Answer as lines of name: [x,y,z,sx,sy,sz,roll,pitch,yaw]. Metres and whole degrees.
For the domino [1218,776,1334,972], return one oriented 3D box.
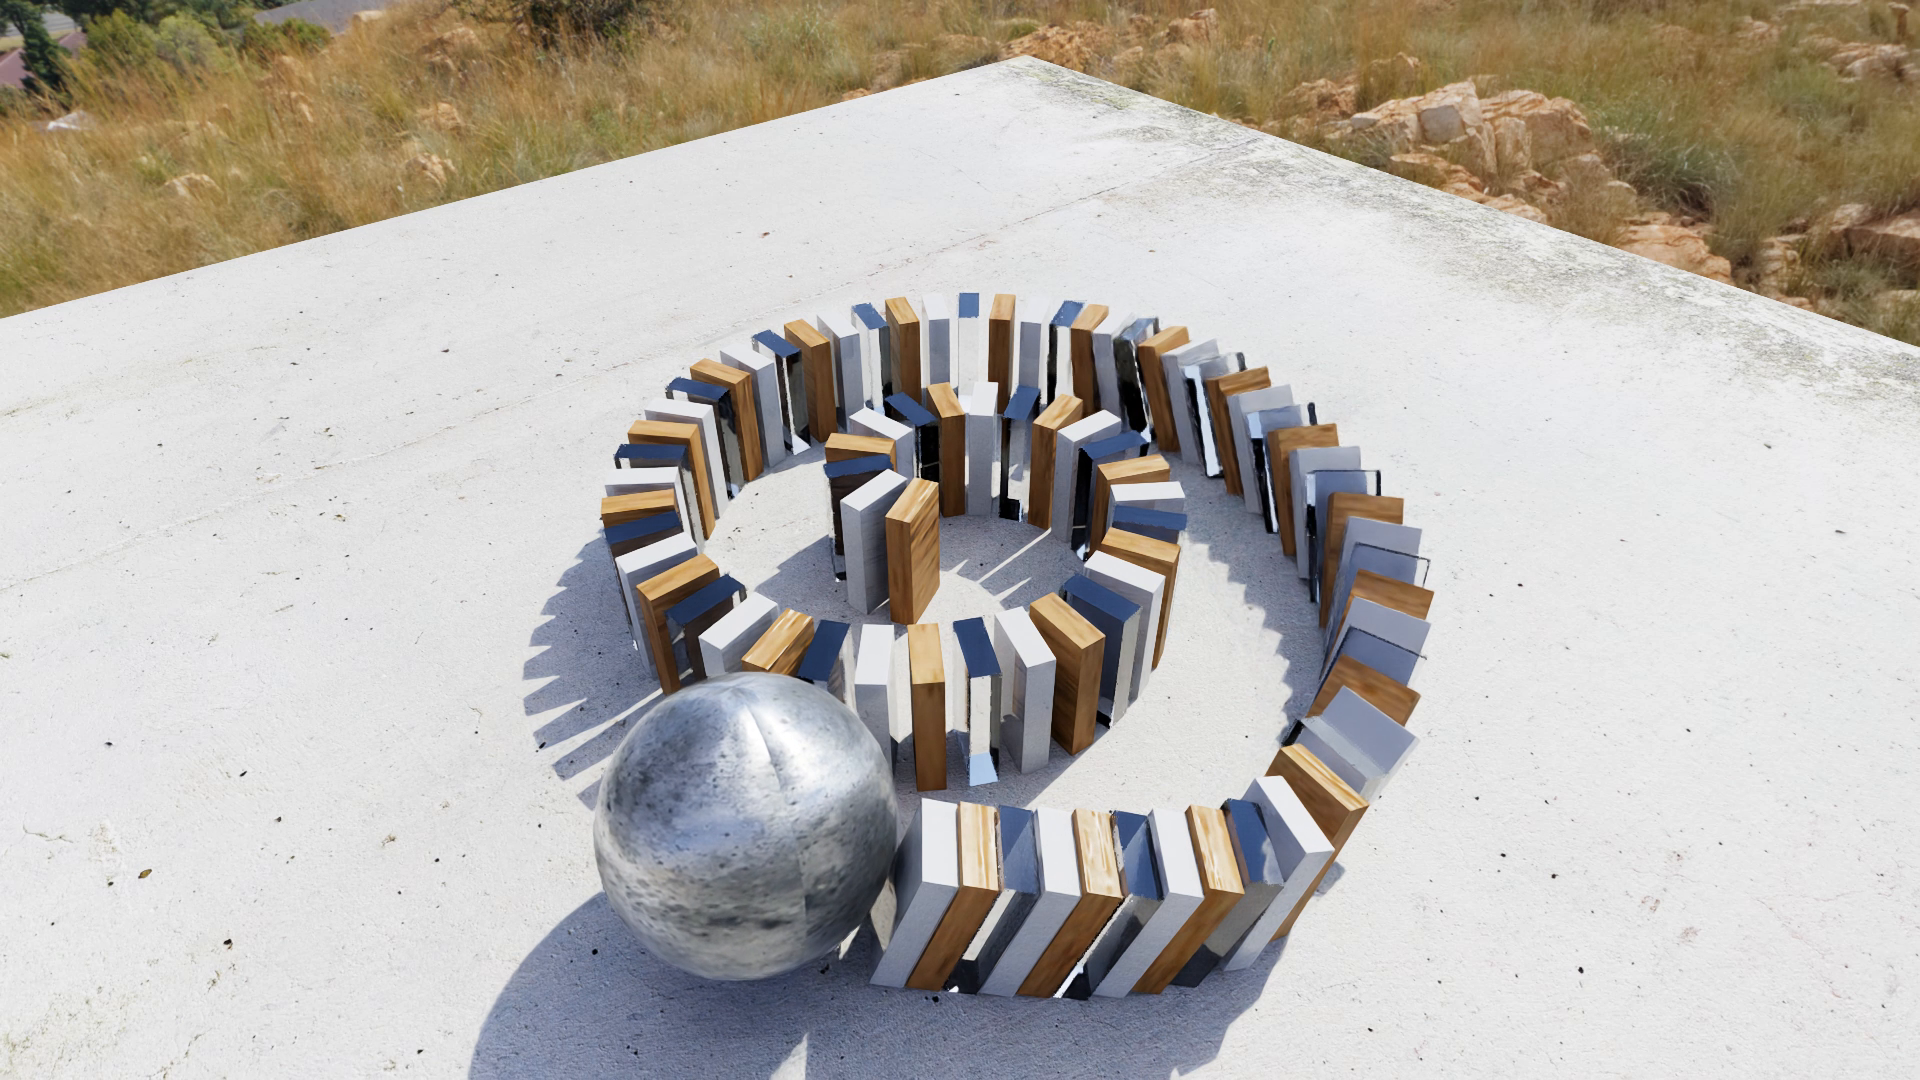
domino: [0.080,0.091,0.300,0.009,0.050,0.025,3,36,-26]

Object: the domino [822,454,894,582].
domino: [-0.038,-0.008,0.421,0.025,0.050,0.009,-10,40,-12]

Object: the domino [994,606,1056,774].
domino: [0.020,0.049,0.352,0.010,0.050,0.025,-14,41,-17]

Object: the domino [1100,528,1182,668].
domino: [0.061,0.021,0.386,0.025,0.050,0.009,16,42,18]

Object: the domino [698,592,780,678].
domino: [-0.069,0.044,0.358,0.009,0.050,0.025,24,45,26]

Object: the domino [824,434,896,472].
domino: [-0.038,-0.017,0.433,0.025,0.050,0.009,7,40,8]

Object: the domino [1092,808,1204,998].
domino: [0.047,0.097,0.292,0.009,0.050,0.025,13,38,-13]

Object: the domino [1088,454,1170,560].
domino: [0.064,-0.008,0.421,0.025,0.050,0.009,-11,41,-13]

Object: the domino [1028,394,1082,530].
domino: [0.039,-0.032,0.450,0.009,0.050,0.025,21,44,24]

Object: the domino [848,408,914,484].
domino: [-0.031,-0.026,0.443,0.025,0.050,0.010,28,47,30]

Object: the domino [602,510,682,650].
domino: [-0.109,0.015,0.393,0.025,0.050,0.009,-16,42,-19]

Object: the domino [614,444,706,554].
domino: [-0.116,-0.014,0.428,0.025,0.050,0.010,2,39,2]

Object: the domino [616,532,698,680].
domino: [-0.101,0.023,0.383,0.025,0.050,0.009,-23,45,-26]

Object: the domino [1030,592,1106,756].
domino: [0.033,0.044,0.358,0.009,0.050,0.025,-25,46,-27]

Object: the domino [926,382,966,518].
domino: [-0.006,-0.037,0.457,0.009,0.050,0.025,-10,40,-12]

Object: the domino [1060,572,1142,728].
domino: [0.045,0.037,0.366,0.025,0.050,0.009,29,47,31]

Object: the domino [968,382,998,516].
domino: [0.010,-0.037,0.457,0.009,0.050,0.025,4,39,5]

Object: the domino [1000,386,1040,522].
domino: [0.025,-0.036,0.455,0.009,0.050,0.025,11,41,13]

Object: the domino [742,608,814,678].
domino: [-0.056,0.049,0.351,0.009,0.050,0.025,17,42,20]

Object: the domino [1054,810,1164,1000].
domino: [0.037,0.098,0.292,0.010,0.050,0.025,13,38,-13]

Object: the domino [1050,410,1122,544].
domino: [0.050,-0.025,0.442,0.025,0.050,0.010,-26,46,-28]

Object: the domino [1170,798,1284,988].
domino: [0.067,0.095,0.295,0.010,0.050,0.025,13,37,-13]

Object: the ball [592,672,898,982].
ball: [-0.057,0.076,0.295,0.080,0.080,0.080,0,39,0]

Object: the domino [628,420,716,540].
domino: [-0.115,-0.024,0.440,0.025,0.050,0.009,5,40,6]

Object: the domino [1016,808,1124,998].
domino: [0.027,0.097,0.293,0.010,0.050,0.025,13,38,-13]

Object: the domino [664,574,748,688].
domino: [-0.081,0.038,0.365,0.010,0.050,0.025,30,48,31]

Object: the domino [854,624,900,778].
domino: [-0.026,0.054,0.346,0.009,0.050,0.025,1,39,2]

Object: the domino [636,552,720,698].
domino: [-0.092,0.031,0.374,0.025,0.050,0.010,-29,48,-31]

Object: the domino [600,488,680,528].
domino: [-0.114,0.006,0.405,0.025,0.050,0.009,-8,40,-10]

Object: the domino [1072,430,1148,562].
domino: [0.058,-0.017,0.432,0.025,0.050,0.009,-18,42,-20]

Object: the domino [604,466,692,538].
domino: [-0.116,-0.004,0.416,0.025,0.050,0.010,-2,39,-3]

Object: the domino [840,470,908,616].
domino: [-0.031,0.001,0.410,0.009,0.050,0.025,28,47,30]

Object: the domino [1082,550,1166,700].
domino: [0.054,0.030,0.375,0.025,0.050,0.009,22,44,24]

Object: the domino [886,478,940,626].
domino: [-0.017,0.005,0.405,0.009,0.050,0.025,14,41,17]

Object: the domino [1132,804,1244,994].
domino: [0.057,0.096,0.293,0.009,0.050,0.025,13,38,-13]

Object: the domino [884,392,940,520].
domino: [-0.020,-0.033,0.451,0.010,0.050,0.025,-24,45,-27]

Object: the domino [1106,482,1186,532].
domino: [0.067,0.002,0.409,0.025,0.050,0.010,-3,39,-4]

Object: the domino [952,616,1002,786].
domino: [0.005,0.052,0.349,0.009,0.050,0.025,-8,40,-10]

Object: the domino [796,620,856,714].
domino: [-0.041,0.052,0.348,0.010,0.050,0.025,8,40,9]

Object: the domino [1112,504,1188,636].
domino: [0.066,0.012,0.397,0.025,0.050,0.009,9,40,10]

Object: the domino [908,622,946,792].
domino: [-0.010,0.053,0.347,0.009,0.050,0.025,-4,39,-4]
